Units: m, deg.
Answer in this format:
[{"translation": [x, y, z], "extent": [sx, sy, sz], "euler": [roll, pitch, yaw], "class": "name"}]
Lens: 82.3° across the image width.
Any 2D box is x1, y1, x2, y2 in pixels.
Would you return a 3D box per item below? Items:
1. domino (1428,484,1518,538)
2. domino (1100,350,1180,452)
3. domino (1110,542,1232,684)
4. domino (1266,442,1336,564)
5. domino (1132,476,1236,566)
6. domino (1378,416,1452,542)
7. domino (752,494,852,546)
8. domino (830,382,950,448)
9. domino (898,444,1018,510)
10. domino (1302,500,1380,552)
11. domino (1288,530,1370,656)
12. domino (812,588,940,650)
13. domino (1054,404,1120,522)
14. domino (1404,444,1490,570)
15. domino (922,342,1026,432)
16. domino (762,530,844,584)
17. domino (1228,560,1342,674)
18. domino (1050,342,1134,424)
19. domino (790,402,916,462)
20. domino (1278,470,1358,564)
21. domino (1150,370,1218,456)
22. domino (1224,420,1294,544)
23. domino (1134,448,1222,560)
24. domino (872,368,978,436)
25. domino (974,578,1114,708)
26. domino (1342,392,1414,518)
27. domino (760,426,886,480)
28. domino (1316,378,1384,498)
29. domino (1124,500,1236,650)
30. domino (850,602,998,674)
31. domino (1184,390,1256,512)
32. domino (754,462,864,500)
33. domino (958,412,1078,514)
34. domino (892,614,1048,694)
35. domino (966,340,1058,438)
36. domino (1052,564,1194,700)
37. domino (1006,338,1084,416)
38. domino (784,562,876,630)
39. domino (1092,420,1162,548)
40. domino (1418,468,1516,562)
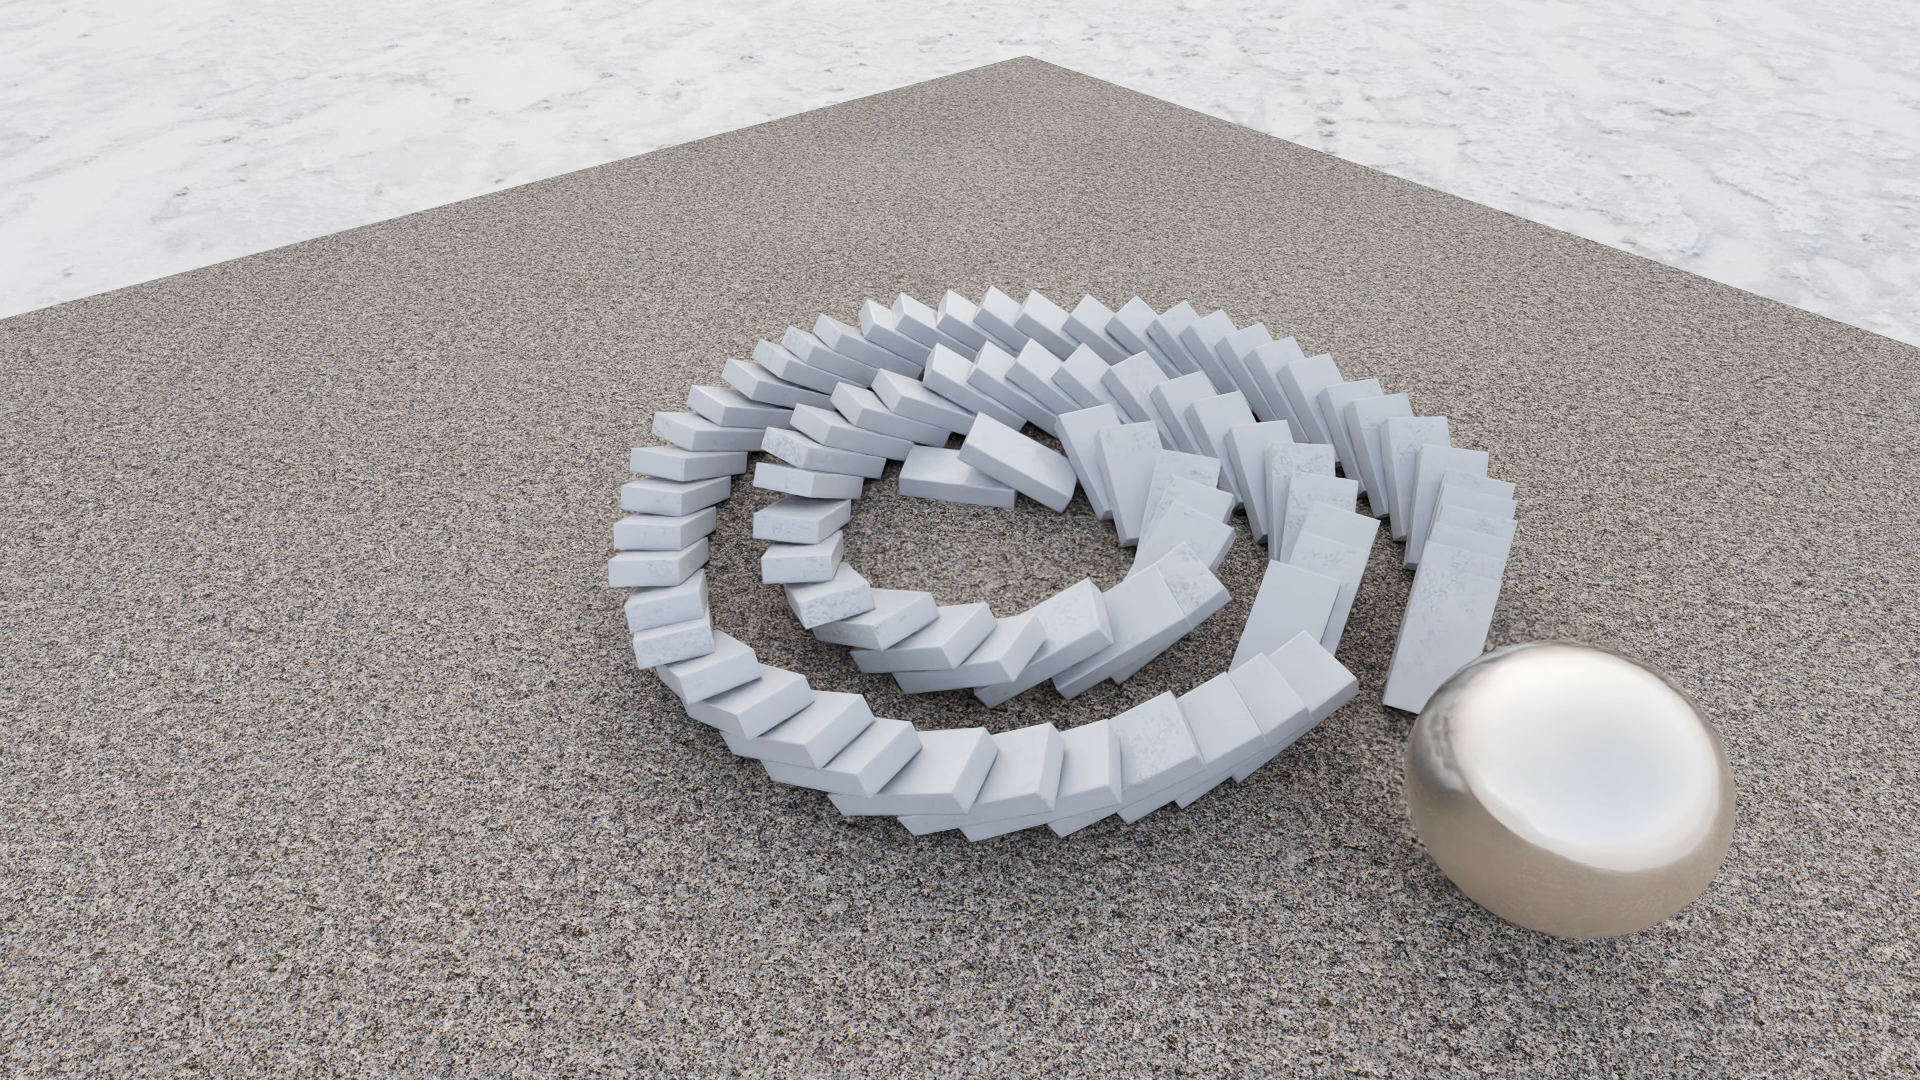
[{"translation": [0.185, 0.007, 0.407], "extent": [0.025, 0.050, 0.009], "euler": [16, 2, 18], "class": "domino"}, {"translation": [0.089, -0.060, 0.498], "extent": [0.025, 0.009, 0.050], "euler": [-29, 77, -33], "class": "domino"}, {"translation": [0.068, 0.026, 0.391], "extent": [0.050, 0.009, 0.025], "euler": [-38, 50, 4], "class": "domino"}, {"translation": [0.136, -0.014, 0.439], "extent": [0.025, 0.009, 0.050], "euler": [3, 73, 1], "class": "domino"}, {"translation": [0.083, 0.003, 0.419], "extent": [0.025, 0.009, 0.050], "euler": [20, 79, 23], "class": "domino"}, {"translation": [0.189, -0.025, 0.451], "extent": [0.025, 0.010, 0.050], "euler": [-1, 77, -3], "class": "domino"}, {"translation": [-0.062, -0.009, 0.437], "extent": [0.025, 0.010, 0.050], "euler": [6, 12, 8], "class": "domino"}, {"translation": [-0.031, -0.055, 0.491], "extent": [0.050, 0.009, 0.025], "euler": [11, 25, -41], "class": "domino"}, {"translation": [0.001, -0.028, 0.477], "extent": [0.050, 0.009, 0.025], "euler": [7, 40, 9], "class": "domino"}, {"translation": [0.135, 0.013, 0.408], "extent": [0.025, 0.009, 0.050], "euler": [19, 75, 19], "class": "domino"}, {"translation": [0.126, 0.024, 0.394], "extent": [0.025, 0.009, 0.050], "euler": [19, 74, 21], "class": "domino"}, {"translation": [-0.031, 0.027, 0.390], "extent": [0.025, 0.010, 0.050], "euler": [-28, 15, -30], "class": "domino"}, {"translation": [0.062, -0.034, 0.470], "extent": [0.025, 0.010, 0.050], "euler": [-14, 63, -17], "class": "domino"}, {"translation": [0.193, -0.012, 0.436], "extent": [0.025, 0.009, 0.050], "euler": [10, 76, 12], "class": "domino"}, {"translation": [0.008, -0.070, 0.509], "extent": [0.050, 0.010, 0.025], "euler": [27, 36, -16], "class": "domino"}, {"translation": [-0.059, 0.006, 0.418], "extent": [0.025, 0.010, 0.050], "euler": [-2, 11, -1], "class": "domino"}, {"translation": [0.112, 0.034, 0.383], "extent": [0.025, 0.010, 0.050], "euler": [19, 73, 21], "class": "domino"}, {"translation": [0.068, -0.066, 0.504], "extent": [0.050, 0.009, 0.025], "euler": [42, 46, 0], "class": "domino"}, {"translation": [-0.046, -0.046, 0.479], "extent": [0.050, 0.009, 0.025], "euler": [7, 20, -48], "class": "domino"}, {"translation": [0.137, 0.000, 0.423], "extent": [0.025, 0.010, 0.050], "euler": [10, 73, 10], "class": "domino"}, {"translation": [0.107, -0.049, 0.486], "extent": [0.025, 0.009, 0.050], "euler": [-19, 71, -21], "class": "domino"}, {"translation": [0.129, -0.025, 0.456], "extent": [0.025, 0.010, 0.050], "euler": [-7, 67, -9], "class": "domino"}, {"translation": [0.086, -0.009, 0.434], "extent": [0.025, 0.009, 0.050], "euler": [11, 74, 13], "class": "domino"}, {"translation": [-0.013, -0.061, 0.499], "extent": [0.050, 0.010, 0.025], "euler": [13, 28, -38], "class": "domino"}, {"translation": [0.027, 0.036, 0.378], "extent": [0.050, 0.010, 0.025], "euler": [-31, 35, 19], "class": "domino"}, {"translation": [0.182, -0.036, 0.464], "extent": [0.025, 0.009, 0.050], "euler": [-9, 78, -12], "class": "domino"}, {"translation": [-0.057, -0.037, 0.467], "extent": [0.025, 0.010, 0.050], "euler": [27, 13, 33], "class": "domino"}, {"translation": [0.176, -0.044, 0.478], "extent": [0.025, 0.010, 0.050], "euler": [-10, 72, -12], "class": "domino"}, {"translation": [0.078, 0.013, 0.406], "extent": [0.025, 0.009, 0.050], "euler": [30, 83, 28], "class": "domino"}, {"translation": [-0.013, 0.034, 0.380], "extent": [0.050, 0.009, 0.025], "euler": [-9, 26, 48], "class": "domino"}, {"translation": [0.118, -0.039, 0.472], "extent": [0.025, 0.009, 0.050], "euler": [-14, 69, -18], "class": "domino"}, {"translation": [-0.061, -0.024, 0.450], "extent": [0.025, 0.010, 0.050], "euler": [11, 5, 17], "class": "domino"}, {"translation": [0.026, -0.033, 0.468], "extent": [0.050, 0.010, 0.025], "euler": [27, 40, -5], "class": "domino"}, {"translation": [0.003, 0.039, 0.375], "extent": [0.050, 0.009, 0.025], "euler": [-13, 25, 42], "class": "domino"}, {"translation": [0.029, -0.070, 0.510], "extent": [0.050, 0.010, 0.025], "euler": [31, 40, -11], "class": "domino"}, {"translation": [0.053, 0.032, 0.383], "extent": [0.050, 0.010, 0.025], "euler": [-31, 49, 10], "class": "domino"}, {"translation": [0.047, -0.070, 0.508], "extent": [0.050, 0.009, 0.025], "euler": [36, 40, -7], "class": "domino"}, {"translation": [-0.049, 0.019, 0.400], "extent": [0.025, 0.010, 0.050], "euler": [-16, 11, -13], "class": "domino"}, {"translation": [0.073, -0.023, 0.453], "extent": [0.025, 0.010, 0.050], "euler": [-8, 70, -11], "class": "domino"}, {"translation": [0.192, 0.000, 0.421], "extent": [0.025, 0.009, 0.050], "euler": [16, 79, 18], "class": "domino"}]
